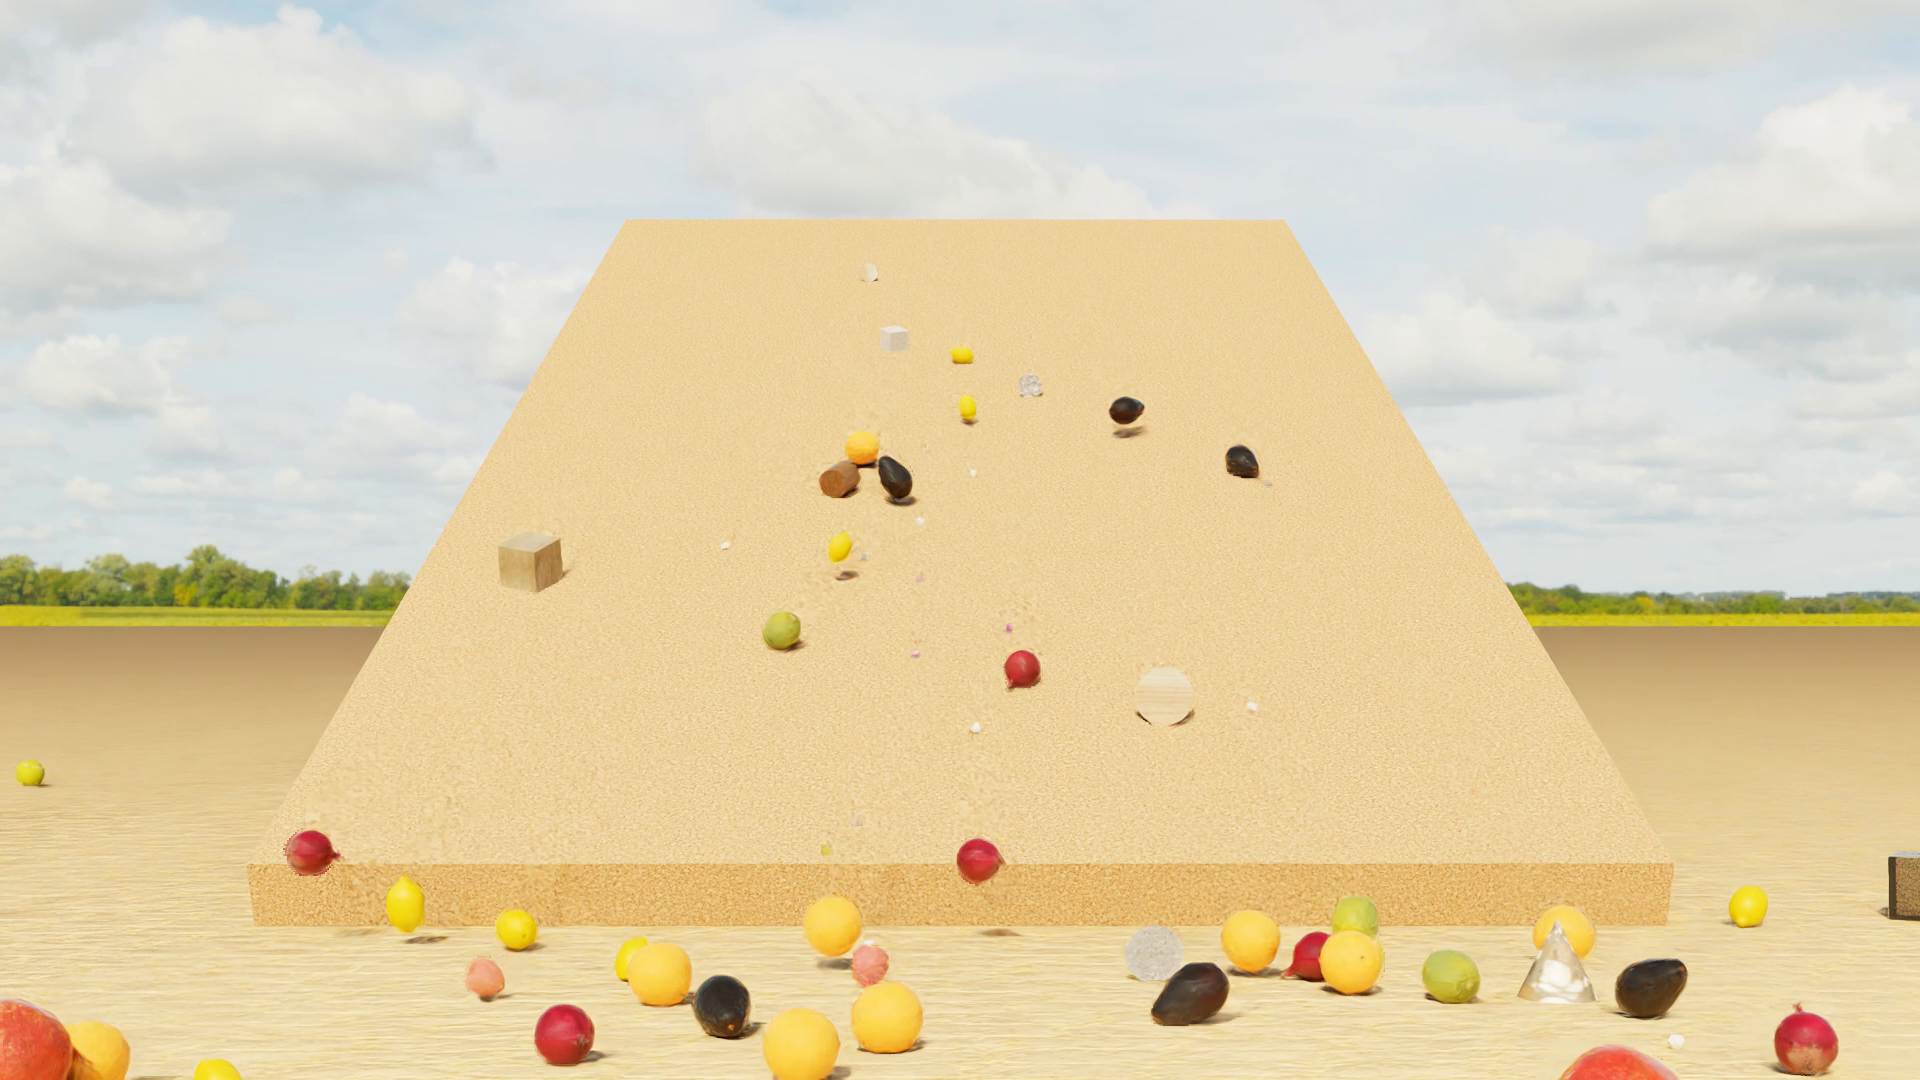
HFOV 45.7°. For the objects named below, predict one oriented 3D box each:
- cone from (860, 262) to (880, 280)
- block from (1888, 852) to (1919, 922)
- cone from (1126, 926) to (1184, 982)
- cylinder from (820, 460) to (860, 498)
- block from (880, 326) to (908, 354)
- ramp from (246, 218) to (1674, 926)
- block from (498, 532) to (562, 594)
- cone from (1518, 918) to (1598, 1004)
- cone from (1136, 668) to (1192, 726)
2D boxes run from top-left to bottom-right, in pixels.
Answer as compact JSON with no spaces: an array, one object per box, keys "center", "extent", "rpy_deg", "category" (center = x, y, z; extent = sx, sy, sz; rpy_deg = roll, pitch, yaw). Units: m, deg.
[{"center":[-0.251,-0.727,6.250],"extent":[0.051,0.051,0.051],"rpy_deg":[0,-18,-13],"category":"cone"},{"center":[1.406,0.504,3.314],"extent":[0.091,0.091,0.091],"rpy_deg":[-1,-2,32],"category":"block"},{"center":[0.243,0.515,2.773],"extent":[0.071,0.071,0.071],"rpy_deg":[-1,-29,17],"category":"cone"},{"center":[-0.243,-0.123,4.613],"extent":[0.062,0.062,0.062],"rpy_deg":[-1,20,28],"category":"cylinder"},{"center":[-0.161,-0.491,5.592],"extent":[0.052,0.052,0.052],"rpy_deg":[-11,24,-27],"category":"block"},{"center":[-0.006,-0.214,5.080],"extent":[2.000,0.100,4.000],"rpy_deg":[0,21,0],"category":"ramp"},{"center":[-0.783,0.041,4.156],"extent":[0.081,0.081,0.081],"rpy_deg":[10,23,24],"category":"block"},{"center":[0.687,0.480,2.623],"extent":[0.091,0.091,0.091],"rpy_deg":[0,-2,0],"category":"cone"},{"center":[0.333,0.253,3.661],"extent":[0.092,0.092,0.092],"rpy_deg":[0,-6,11],"category":"cone"}]
